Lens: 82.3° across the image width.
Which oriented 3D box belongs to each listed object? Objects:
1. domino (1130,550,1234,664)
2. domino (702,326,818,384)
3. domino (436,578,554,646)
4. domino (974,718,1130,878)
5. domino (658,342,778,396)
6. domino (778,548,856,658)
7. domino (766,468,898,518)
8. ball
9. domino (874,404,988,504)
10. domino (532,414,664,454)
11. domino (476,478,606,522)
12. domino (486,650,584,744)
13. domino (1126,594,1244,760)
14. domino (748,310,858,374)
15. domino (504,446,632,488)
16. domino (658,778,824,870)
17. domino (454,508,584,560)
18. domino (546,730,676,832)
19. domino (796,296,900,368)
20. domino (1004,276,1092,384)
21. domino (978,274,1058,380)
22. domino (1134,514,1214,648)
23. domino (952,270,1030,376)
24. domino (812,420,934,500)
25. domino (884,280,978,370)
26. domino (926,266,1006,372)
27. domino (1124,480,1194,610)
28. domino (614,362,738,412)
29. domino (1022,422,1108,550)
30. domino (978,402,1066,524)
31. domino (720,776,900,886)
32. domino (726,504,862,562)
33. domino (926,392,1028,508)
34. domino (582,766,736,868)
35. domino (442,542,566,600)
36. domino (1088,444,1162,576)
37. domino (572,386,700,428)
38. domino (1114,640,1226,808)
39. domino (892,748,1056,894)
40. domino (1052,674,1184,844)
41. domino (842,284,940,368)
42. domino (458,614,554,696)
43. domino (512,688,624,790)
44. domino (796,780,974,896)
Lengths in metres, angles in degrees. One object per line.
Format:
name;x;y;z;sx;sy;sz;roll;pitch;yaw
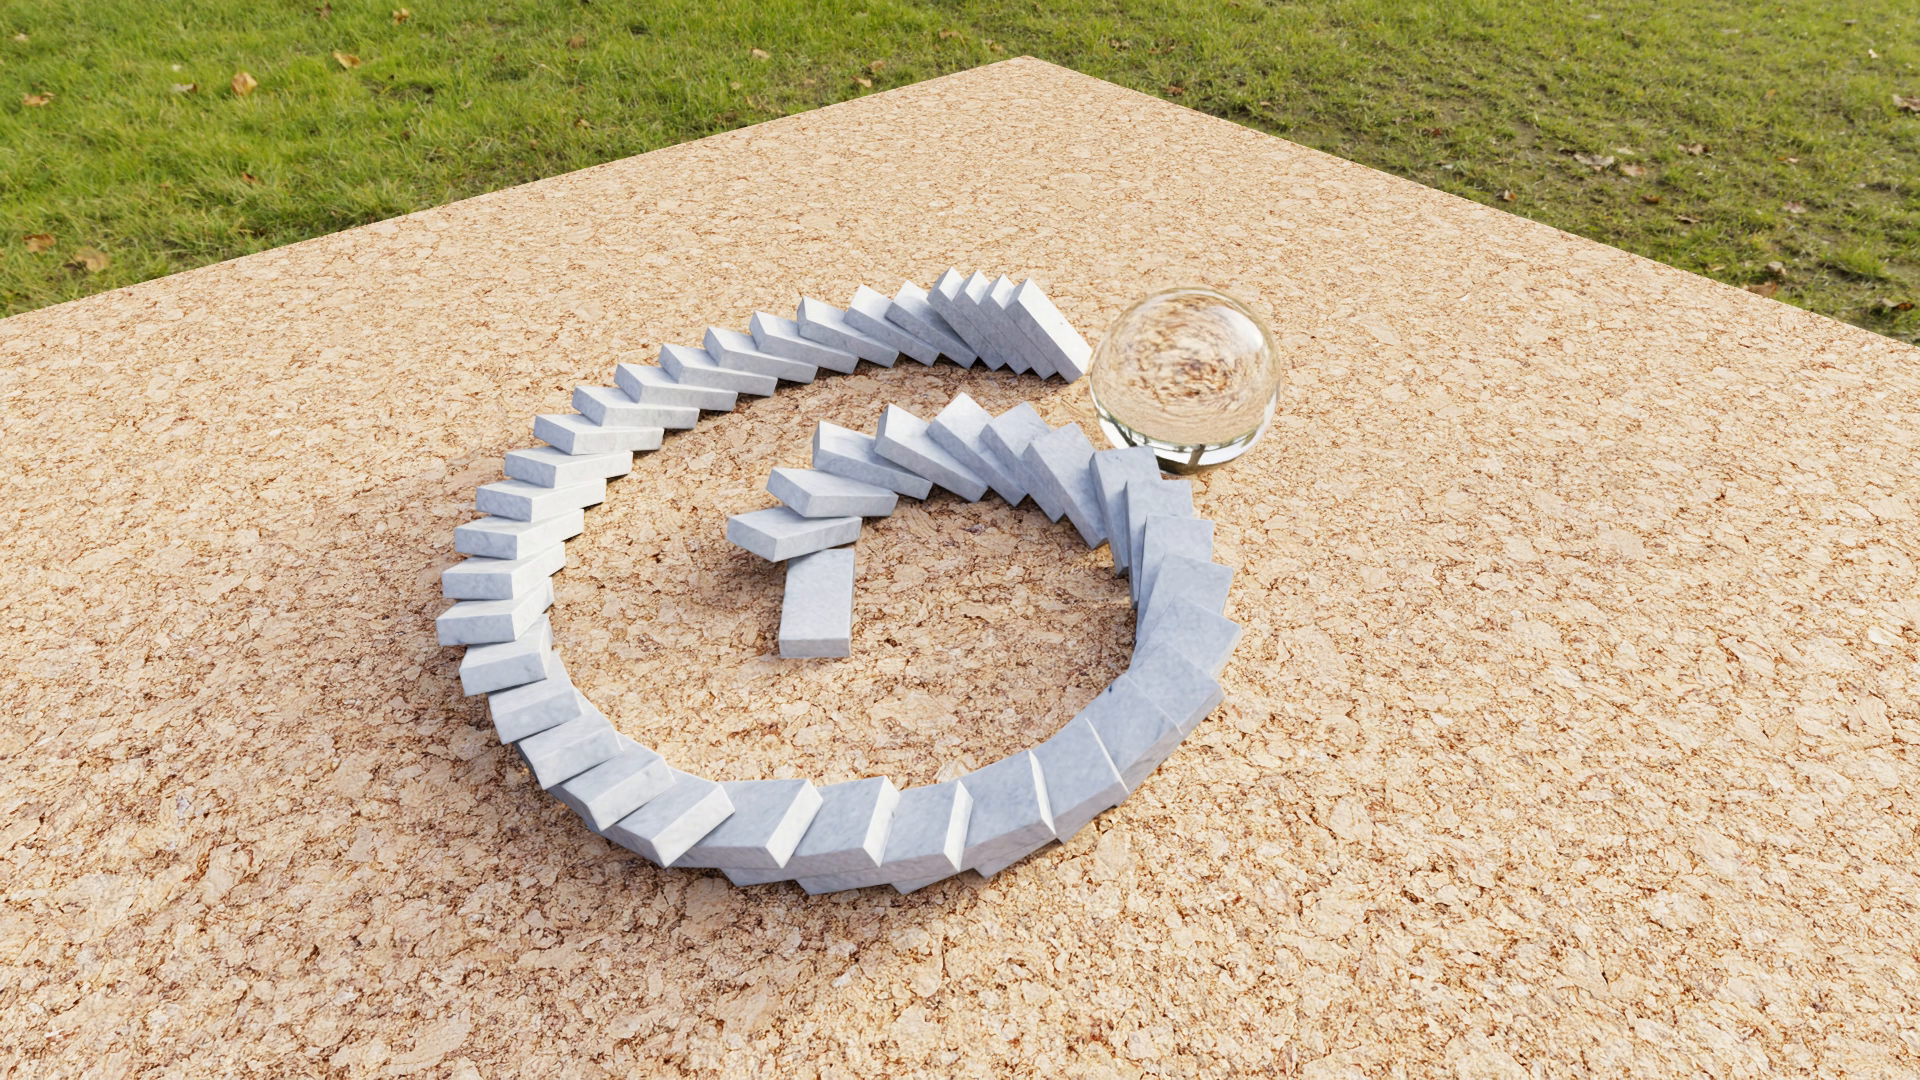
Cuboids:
domino;0.078;0.031;0.388;0.025;0.009;0.050;15;70;17
domino;-0.097;-0.090;0.537;0.050;0.010;0.025;5;31;-37
domino;-0.166;0.025;0.396;0.025;0.010;0.050;-4;13;-5
domino;0.023;0.078;0.331;0.050;0.010;0.025;-32;42;5
domino;-0.116;-0.081;0.526;0.050;0.009;0.025;2;31;-42
domino;-0.053;0.023;0.415;0.025;0.010;0.050;-1;39;-2
domino;-0.052;-0.019;0.449;0.025;0.010;0.050;33;21;33
ball;0.096;-0.068;0.470;0.080;0.080;0.080;0;39;0
domino;-0.012;-0.037;0.469;0.050;0.010;0.025;26;35;-18
domino;-0.158;-0.047;0.484;0.025;0.009;0.050;23;18;26
domino;-0.170;-0.019;0.449;0.025;0.010;0.050;11;14;13
domino;-0.142;0.051;0.364;0.025;0.009;0.050;-20;17;-22
domino;0.071;0.045;0.370;0.025;0.010;0.050;27;74;29
domino;-0.078;-0.098;0.546;0.050;0.010;0.025;10;32;-31
domino;-0.165;-0.033;0.466;0.025;0.010;0.050;14;15;17
domino;-0.067;0.084;0.324;0.050;0.010;0.025;-10;31;33
domino;-0.172;-0.004;0.432;0.025;0.010;0.050;7;14;8
domino;-0.110;0.072;0.339;0.025;0.009;0.050;-31;22;-32
domino;-0.057;-0.105;0.554;0.050;0.010;0.025;17;33;-24
domino;0.044;-0.103;0.543;0.009;0.050;0.025;-31;23;36
domino;0.032;-0.106;0.546;0.010;0.050;0.025;-31;23;36
domino;0.079;0.016;0.406;0.025;0.009;0.050;6;68;7
domino;0.019;-0.109;0.550;0.010;0.050;0.025;-31;23;36
domino;-0.037;-0.034;0.468;0.050;0.010;0.025;16;30;-17
domino;-0.011;-0.109;0.558;0.050;0.010;0.025;32;41;-9
domino;0.006;-0.111;0.553;0.009;0.050;0.025;-31;24;35
domino;0.078;0.002;0.424;0.025;0.010;0.050;0;68;-1
domino;-0.132;-0.071;0.514;0.050;0.010;0.025;-2;30;-46
domino;0.051;-0.023;0.454;0.025;0.009;0.050;-27;74;-29
domino;0.034;-0.033;0.466;0.025;0.009;0.050;-33;78;-35
domino;-0.044;0.085;0.322;0.050;0.010;0.025;-15;33;25
domino;-0.065;-0.004;0.433;0.025;0.010;0.050;23;22;29
domino;0.012;-0.039;0.472;0.050;0.009;0.025;40;45;1
domino;-0.092;0.080;0.329;0.050;0.009;0.025;2;30;48
domino;-0.170;0.011;0.413;0.025;0.010;0.050;1;13;1
domino;0.070;-0.012;0.440;0.025;0.010;0.050;-8;69;-10
domino;-0.147;-0.060;0.500;0.025;0.009;0.050;31;22;33
domino;0.059;0.059;0.355;0.050;0.009;0.025;-44;51;-7
domino;0.002;0.083;0.325;0.050;0.010;0.025;-25;38;13
domino;0.042;0.068;0.344;0.050;0.009;0.025;-41;49;-5
domino;-0.033;-0.109;0.560;0.050;0.009;0.025;27;39;-10
domino;-0.155;0.039;0.379;0.025;0.009;0.050;-13;14;-15
domino;-0.127;0.062;0.351;0.025;0.009;0.050;-25;19;-27
domino;-0.022;0.087;0.321;0.050;0.009;0.025;-16;34;23
